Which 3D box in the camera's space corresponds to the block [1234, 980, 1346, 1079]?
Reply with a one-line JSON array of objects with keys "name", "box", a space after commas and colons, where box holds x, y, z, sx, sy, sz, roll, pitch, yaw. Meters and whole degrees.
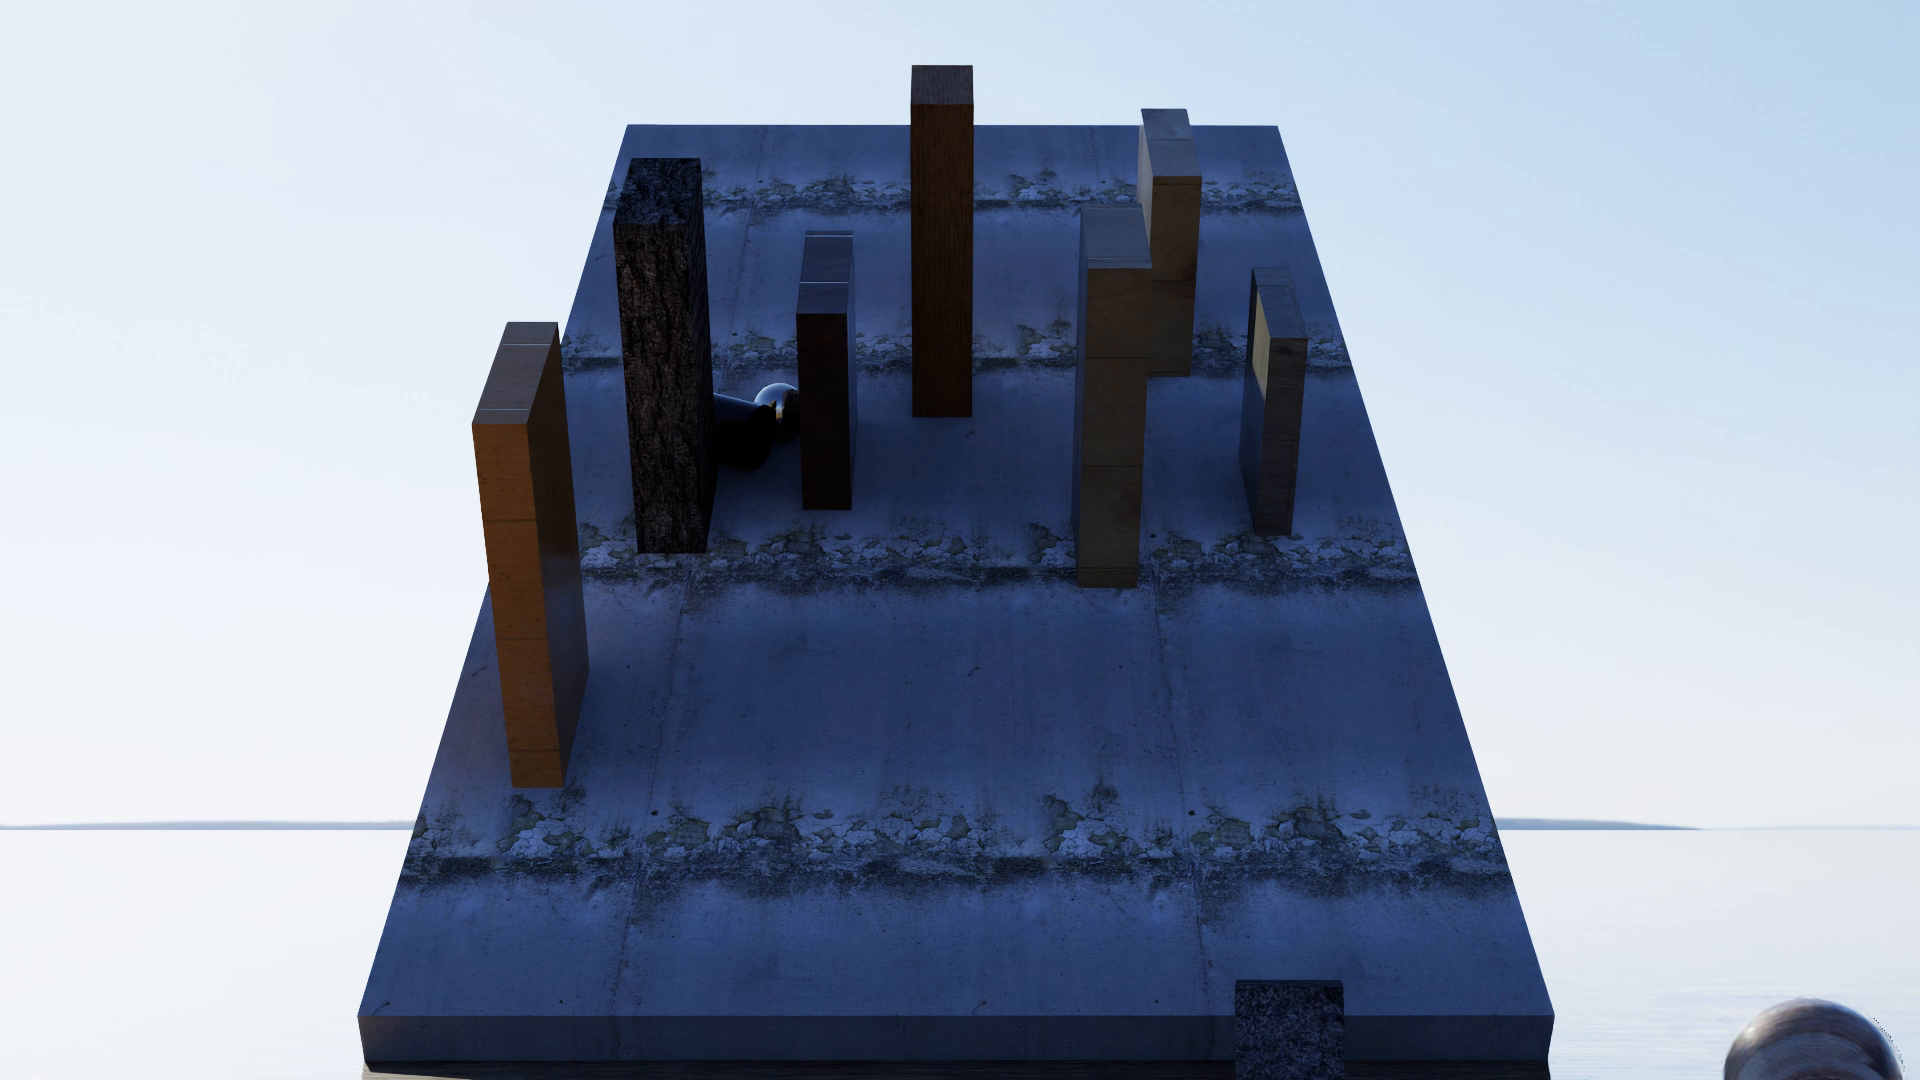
[{"name": "block", "box": [0.495, 0.745, 3.651, 0.159, 0.159, 0.159, -1, -7, 7]}]

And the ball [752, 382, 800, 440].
[{"name": "ball", "box": [-0.424, -0.303, 5.736, 0.137, 0.137, 0.137, 0, -7, 0]}]

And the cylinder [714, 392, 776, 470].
[{"name": "cylinder", "box": [-0.533, -0.254, 5.639, 0.155, 0.155, 0.155, 15, -1, 23]}]

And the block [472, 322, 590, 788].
[{"name": "block", "box": [-0.797, 0.030, 4.564, 0.095, 0.780, 0.401, 0, 31, 0]}]

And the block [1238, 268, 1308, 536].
[{"name": "block", "box": [0.694, -0.310, 5.416, 0.080, 0.489, 0.352, 0, 31, 0]}]

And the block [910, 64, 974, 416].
[{"name": "block", "box": [-0.042, -0.701, 5.764, 0.143, 0.794, 0.252, 0, 31, 0]}]

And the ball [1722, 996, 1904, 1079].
[{"name": "ball", "box": [0.981, 0.626, 2.800, 0.198, 0.198, 0.198, 0, -7, 0]}]

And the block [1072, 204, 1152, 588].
[{"name": "block", "box": [0.316, -0.301, 5.149, 0.127, 0.748, 0.322, 0, 31, 0]}]

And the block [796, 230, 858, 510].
[{"name": "block", "box": [-0.300, -0.390, 5.541, 0.109, 0.490, 0.435, 0, 31, 0]}]

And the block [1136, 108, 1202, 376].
[{"name": "block", "box": [0.514, -0.748, 6.097, 0.116, 0.534, 0.441, 0, 31, 0]}]

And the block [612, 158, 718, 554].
[{"name": "block", "box": [-0.630, -0.394, 5.265, 0.147, 0.781, 0.346, 0, 31, 0]}]

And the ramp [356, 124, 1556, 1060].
[{"name": "ramp", "box": [-0.014, -0.199, 5.797, 2.000, 0.100, 4.000, 0, 31, 0]}]
